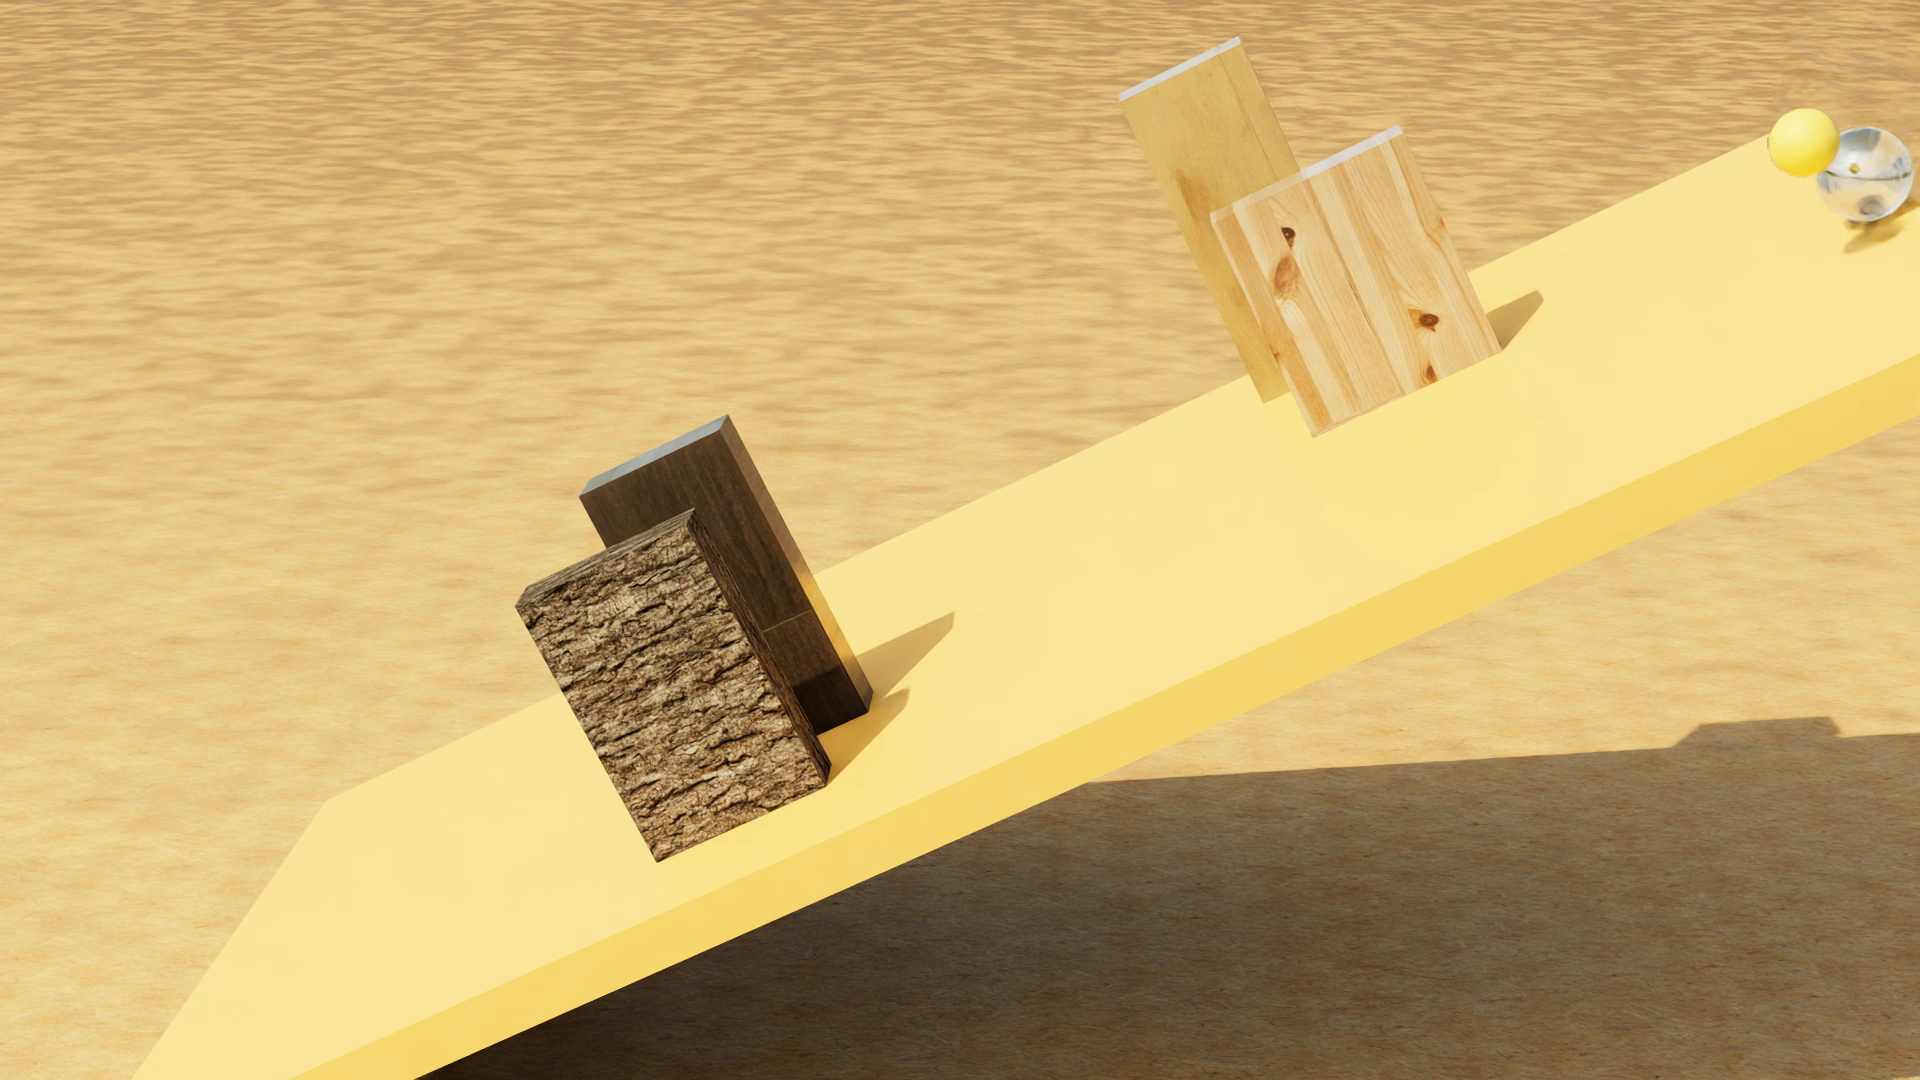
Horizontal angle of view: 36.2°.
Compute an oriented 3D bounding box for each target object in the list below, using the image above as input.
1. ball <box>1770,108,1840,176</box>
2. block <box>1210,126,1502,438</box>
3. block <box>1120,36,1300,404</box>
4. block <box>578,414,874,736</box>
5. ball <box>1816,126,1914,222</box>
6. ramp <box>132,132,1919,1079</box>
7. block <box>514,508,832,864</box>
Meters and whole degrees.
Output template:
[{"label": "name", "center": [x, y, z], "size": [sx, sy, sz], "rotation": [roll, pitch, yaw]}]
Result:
[{"label": "ball", "center": [1.605, -0.756, 5.590], "size": [0.128, 0.128, 0.128], "rotation": [0, 16, 0]}, {"label": "block", "center": [0.845, -0.551, 6.292], "size": [0.440, 0.517, 0.124], "rotation": [-25, 14, 10]}, {"label": "block", "center": [0.668, -0.731, 6.751], "size": [0.300, 0.775, 0.141], "rotation": [-25, 14, 10]}, {"label": "block", "center": [-0.473, 0.114, 6.010], "size": [0.321, 0.659, 0.134], "rotation": [-25, 14, 10]}, {"label": "ball", "center": [1.797, -0.726, 5.841], "size": [0.188, 0.188, 0.188], "rotation": [0, 16, 0]}, {"label": "ramp", "center": [0.138, 0.168, 6.281], "size": [4.000, 0.100, 2.000], "rotation": [-25, 14, 10]}, {"label": "block", "center": [-0.550, 0.283, 5.688], "size": [0.370, 0.581, 0.129], "rotation": [-25, 14, 10]}]
